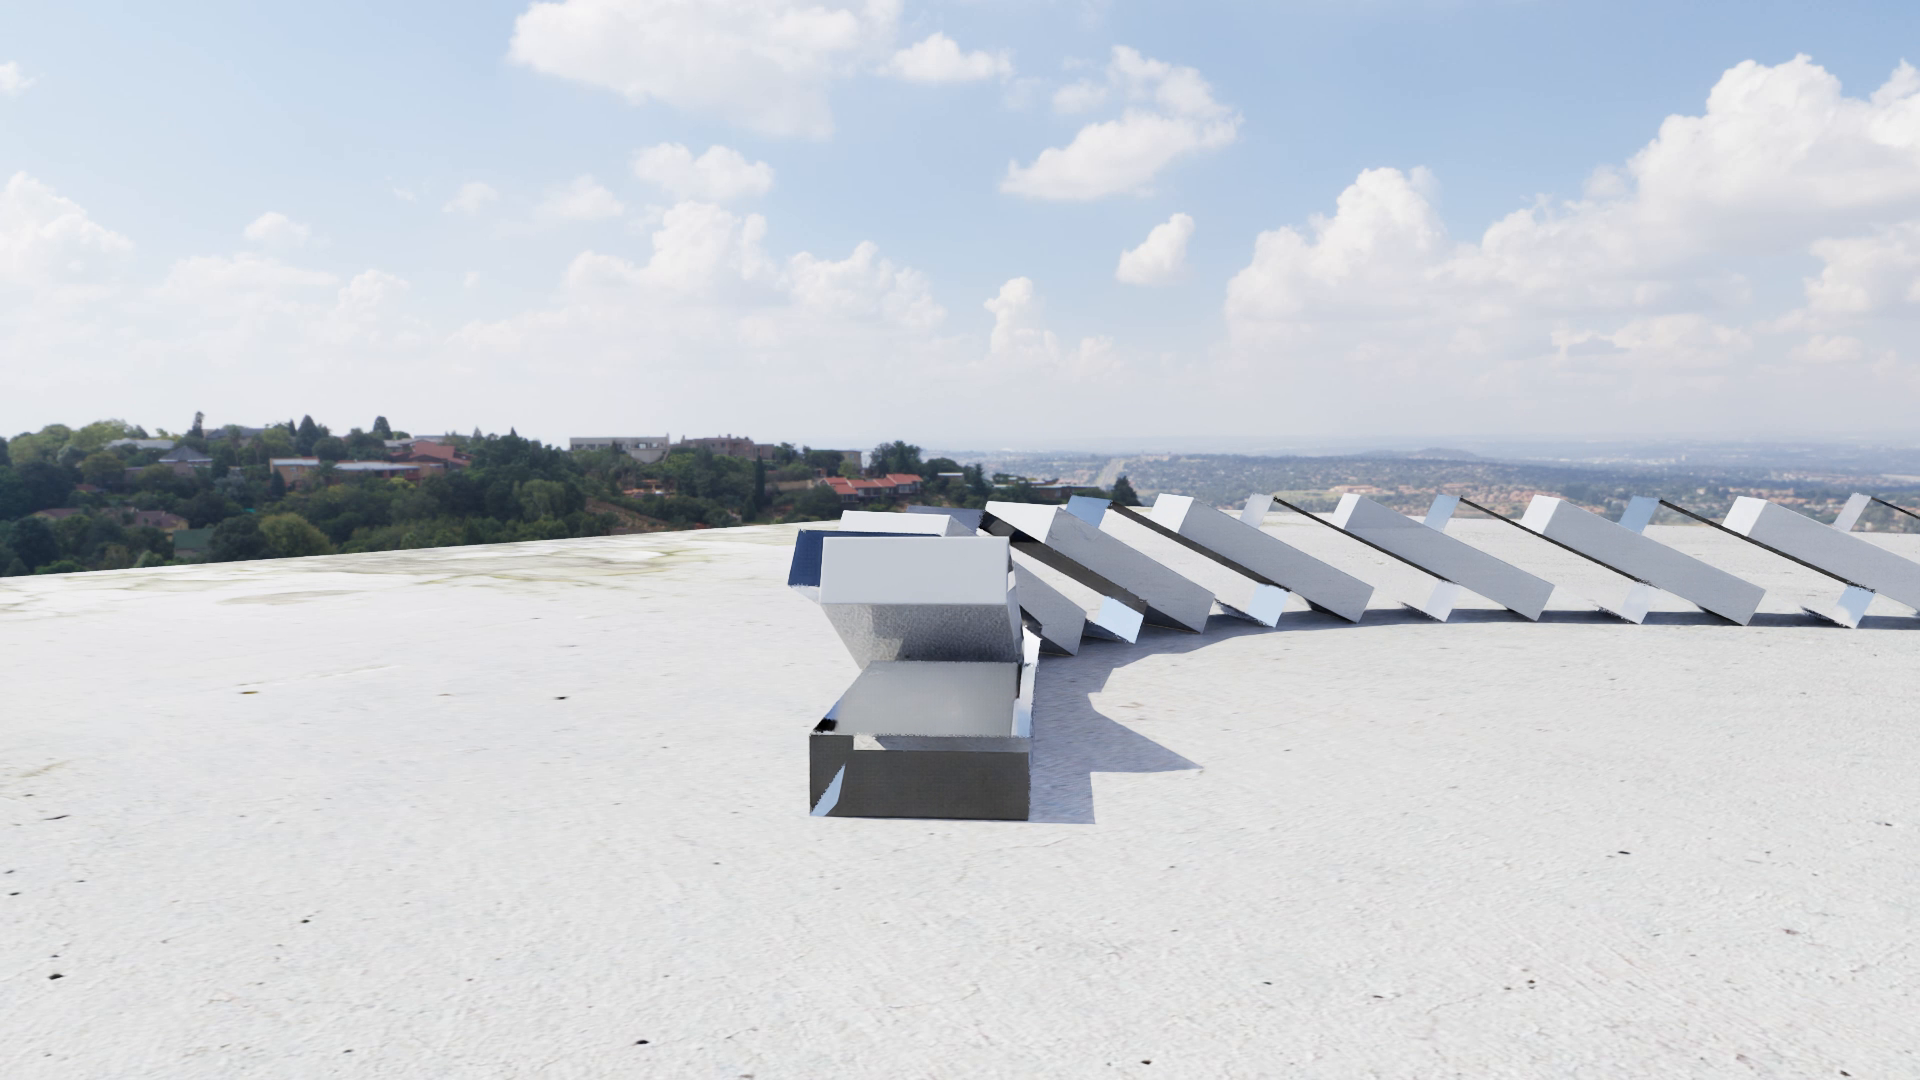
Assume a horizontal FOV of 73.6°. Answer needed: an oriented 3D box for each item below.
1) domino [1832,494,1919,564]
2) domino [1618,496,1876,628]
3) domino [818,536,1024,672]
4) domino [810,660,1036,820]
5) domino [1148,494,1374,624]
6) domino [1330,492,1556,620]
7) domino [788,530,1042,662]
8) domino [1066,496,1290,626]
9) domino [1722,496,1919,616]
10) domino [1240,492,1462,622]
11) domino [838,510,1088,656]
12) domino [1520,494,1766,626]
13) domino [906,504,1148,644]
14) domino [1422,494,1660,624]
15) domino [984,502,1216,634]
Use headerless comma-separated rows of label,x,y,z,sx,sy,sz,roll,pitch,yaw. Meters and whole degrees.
domino,0.236,0.005,0.301,0.050,0.009,0.025,30,16,22
domino,0.189,0.004,0.311,0.050,0.009,0.025,26,10,11
domino,-0.004,0.013,0.194,0.025,0.009,0.050,0,-21,6
domino,-0.003,0.025,0.170,0.025,0.009,0.050,0,4,4
domino,0.072,0.004,0.312,0.050,0.010,0.025,25,0,-10
domino,0.119,0.003,0.320,0.050,0.009,0.025,26,7,6
domino,-0.006,0.012,0.222,0.025,0.010,0.050,2,-19,24
domino,0.050,0.005,0.303,0.050,0.009,0.025,25,-3,-16
domino,0.212,0.005,0.306,0.050,0.009,0.025,27,12,14
domino,0.095,0.004,0.318,0.050,0.009,0.025,25,4,-1
domino,0.001,0.009,0.247,0.025,0.009,0.050,3,-20,37
domino,0.166,0.004,0.314,0.050,0.010,0.025,26,9,8
domino,0.013,0.007,0.270,0.050,0.009,0.025,28,-14,-36
domino,0.142,0.004,0.317,0.050,0.009,0.025,26,8,6
domino,0.030,0.006,0.286,0.050,0.009,0.025,27,-11,-32
